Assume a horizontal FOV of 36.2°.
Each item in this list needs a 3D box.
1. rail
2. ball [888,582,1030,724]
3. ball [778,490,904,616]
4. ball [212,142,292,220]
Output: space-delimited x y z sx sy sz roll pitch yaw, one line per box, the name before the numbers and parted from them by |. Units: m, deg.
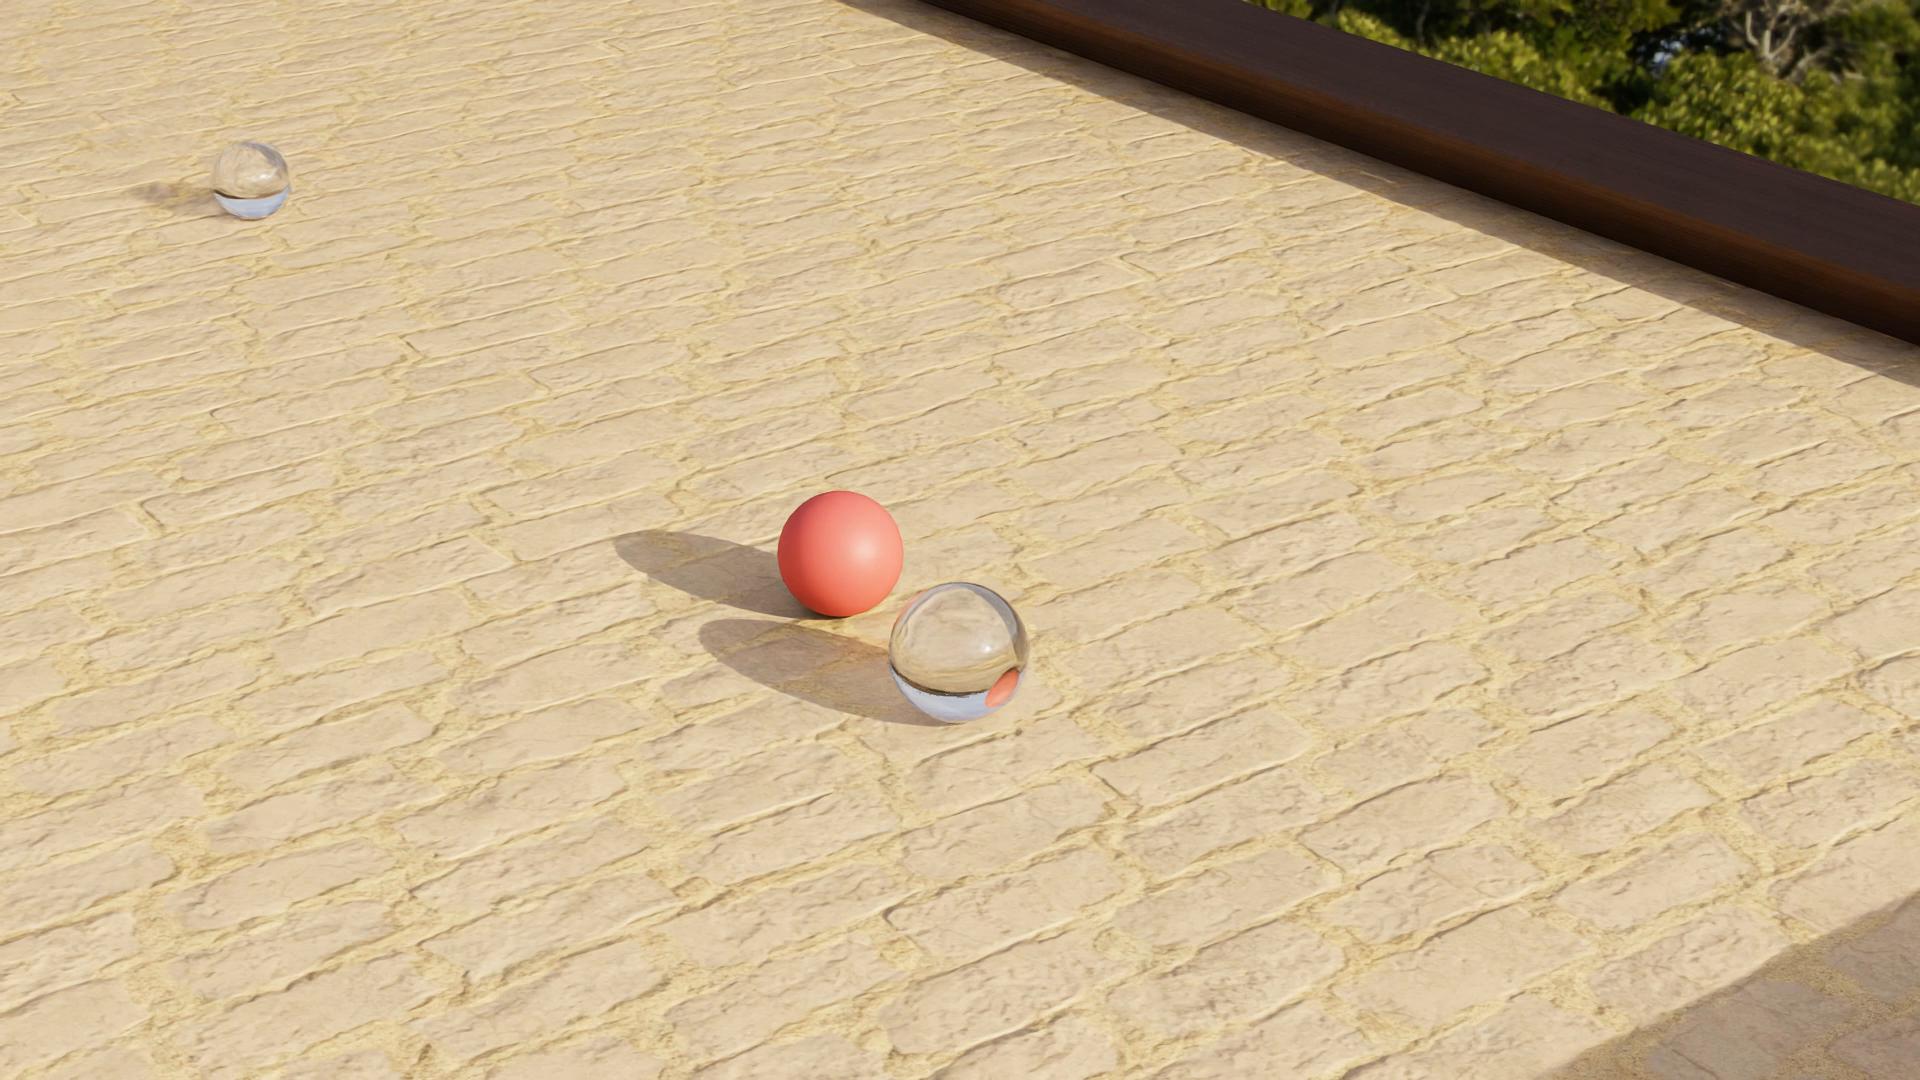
rail | 0.223 -0.580 3.384 0.045 0.125 3.849 -17 30 -33
ball | -0.001 0.076 1.987 0.096 0.096 0.096 0 25 0
ball | -0.087 0.010 2.136 0.092 0.092 0.092 0 25 0
ball | -0.714 -0.362 2.966 0.079 0.079 0.079 0 25 0
